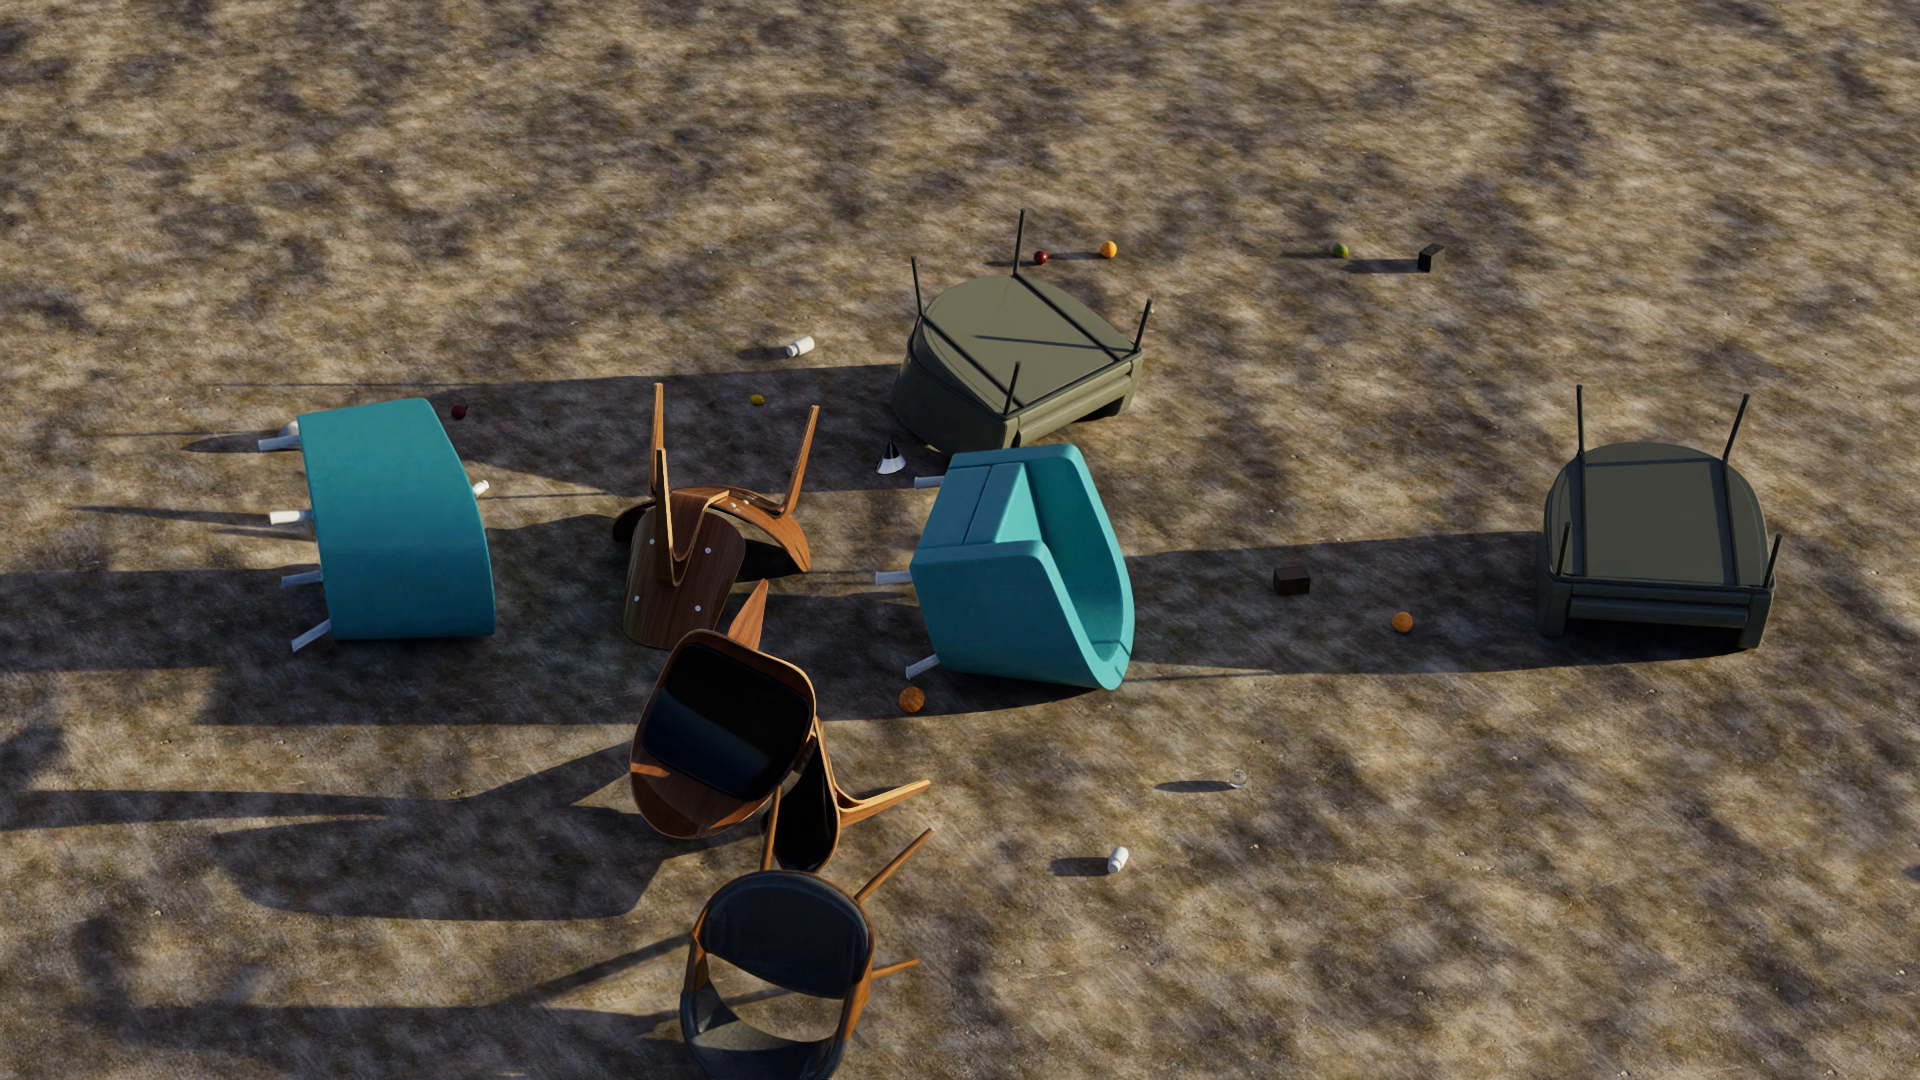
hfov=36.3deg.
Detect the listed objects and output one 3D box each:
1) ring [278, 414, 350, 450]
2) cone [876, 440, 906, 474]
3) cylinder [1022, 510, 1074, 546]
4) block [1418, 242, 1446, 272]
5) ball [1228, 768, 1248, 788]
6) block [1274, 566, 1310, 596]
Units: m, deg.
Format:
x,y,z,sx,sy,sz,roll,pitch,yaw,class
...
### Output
x,y,z,sx,sy,sz,roll,pitch,yaw,class
-2.533,-0.425,11.502,0.288,0.098,0.110,-13,33,-20,ring
-0.271,-0.341,11.351,0.096,0.122,0.140,27,42,34,cone
0.328,-0.045,10.902,0.172,0.113,0.134,6,-3,9,cylinder
2.047,-1.226,12.733,0.064,0.079,0.115,24,40,32,block
0.918,0.788,9.691,0.064,0.064,0.064,0,33,0,ball
1.205,0.149,10.656,0.114,0.070,0.080,-6,34,-9,block
